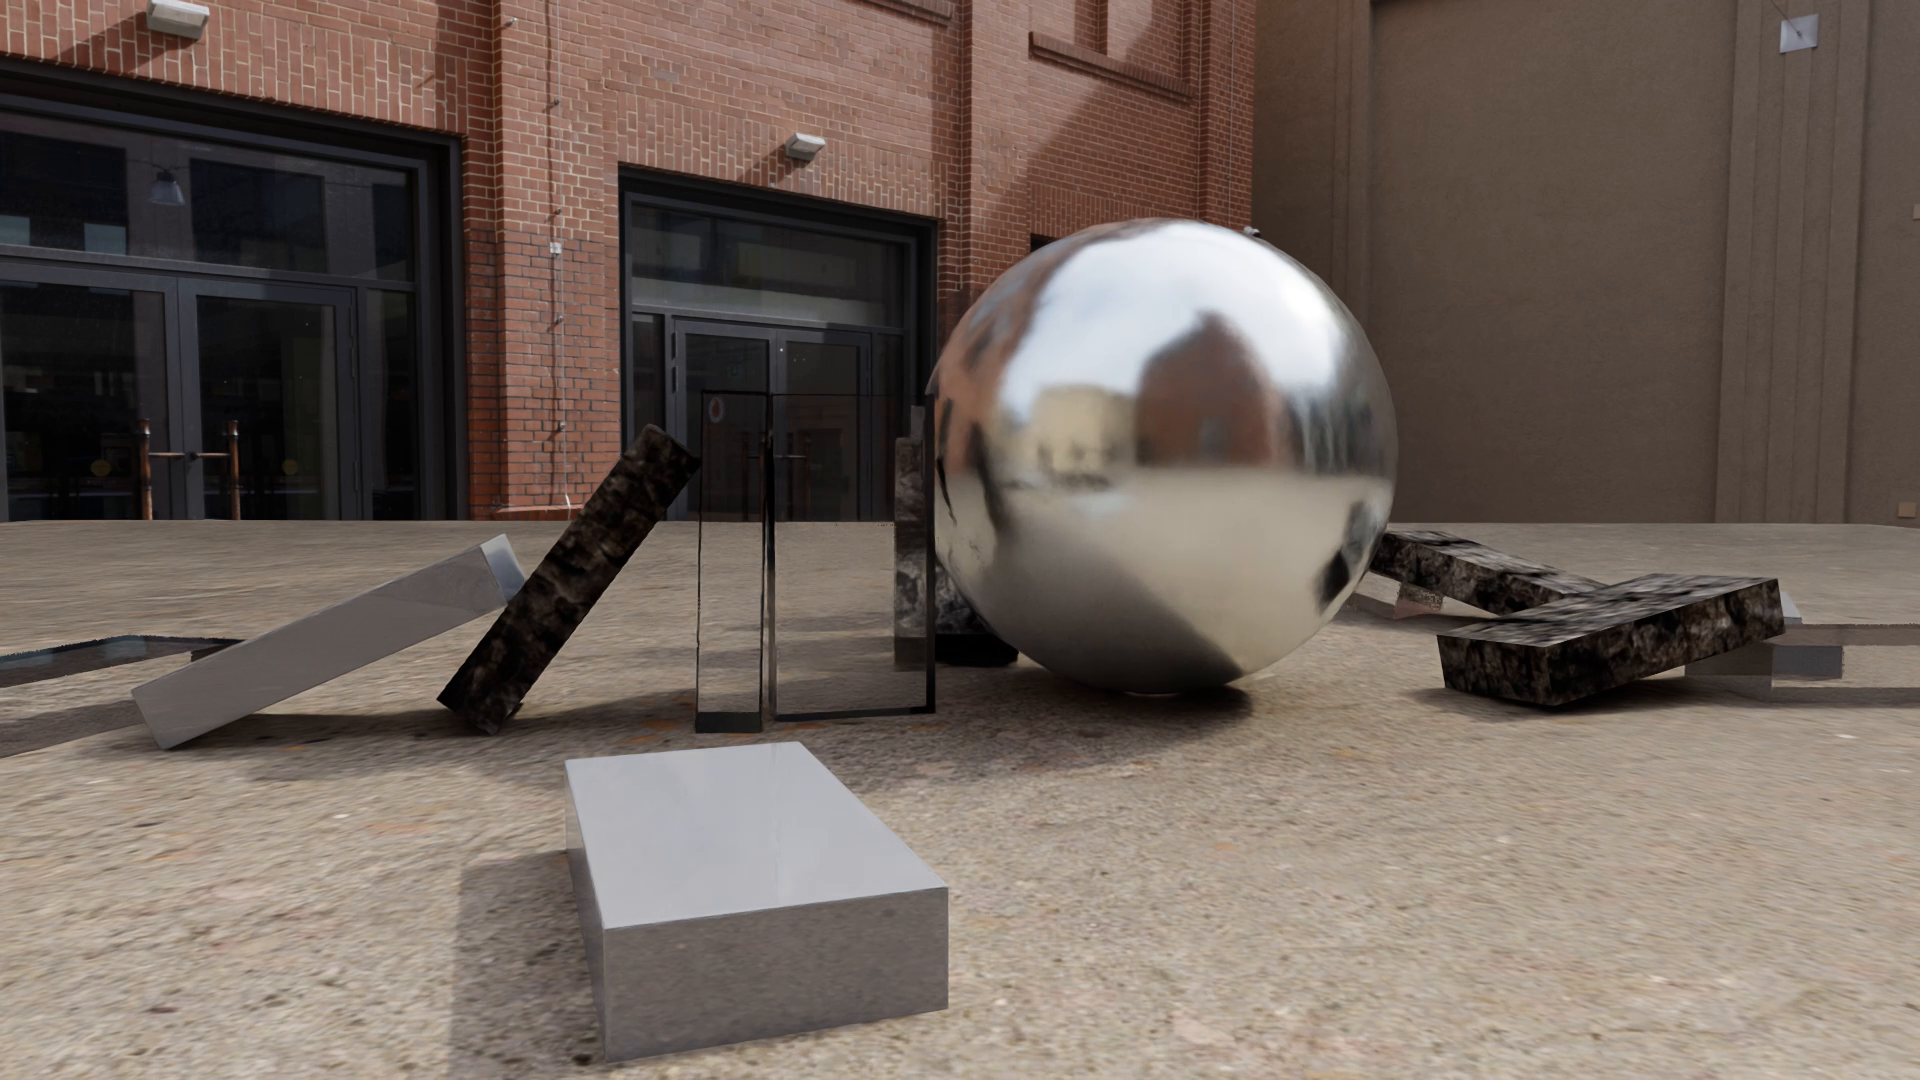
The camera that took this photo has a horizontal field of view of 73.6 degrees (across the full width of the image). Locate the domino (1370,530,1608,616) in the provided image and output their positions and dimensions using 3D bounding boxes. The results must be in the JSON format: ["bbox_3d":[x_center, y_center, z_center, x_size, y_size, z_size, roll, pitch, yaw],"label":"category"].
[{"bbox_3d":[0.126,0.009,0.306,0.025,0.010,0.050,0,16,-35],"label":"domino"}]

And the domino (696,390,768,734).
[{"bbox_3d":[-0.035,0.003,0.199,0.010,0.050,0.025,1,4,-10],"label":"domino"}]

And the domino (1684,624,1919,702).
[{"bbox_3d":[0.158,0.021,0.223,0.050,0.010,0.025,0,4,0],"label":"domino"}]

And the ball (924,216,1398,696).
[{"bbox_3d":[0.032,-0.014,0.218,0.080,0.080,0.080,0,4,0],"label":"ball"}]

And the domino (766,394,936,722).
[{"bbox_3d":[-0.017,0.002,0.202,0.025,0.050,0.009,-1,4,-15],"label":"domino"}]

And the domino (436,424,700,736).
[{"bbox_3d":[-0.059,0.005,0.199,0.009,0.050,0.025,37,-3,-11],"label":"domino"}]

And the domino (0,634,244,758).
[{"bbox_3d":[-0.138,0.023,0.196,0.025,0.009,0.050,1,4,12],"label":"domino"}]

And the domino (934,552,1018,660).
[{"bbox_3d":[-0.002,0.001,0.264,0.025,0.050,0.010,0,-37,-2],"label":"domino"}]

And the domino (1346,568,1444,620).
[{"bbox_3d":[0.098,0.007,0.336,0.025,0.009,0.050,-4,18,-44],"label":"domino"}]

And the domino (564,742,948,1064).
[{"bbox_3d":[-0.021,0.029,0.116,0.025,0.009,0.050,-2,5,-20],"label":"domino"}]

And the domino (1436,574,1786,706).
[{"bbox_3d":[0.111,0.016,0.220,0.050,0.010,0.025,-13,4,-18],"label":"domino"}]

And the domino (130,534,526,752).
[{"bbox_3d":[-0.092,0.014,0.193,0.050,0.009,0.025,-24,9,-9],"label":"domino"}]

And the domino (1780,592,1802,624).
[{"bbox_3d":[0.162,0.017,0.272,0.025,0.010,0.050,2,5,30],"label":"domino"}]

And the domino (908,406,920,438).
[{"bbox_3d":[0.001,-0.004,0.288,0.025,0.050,0.009,1,-6,7],"label":"domino"}]
